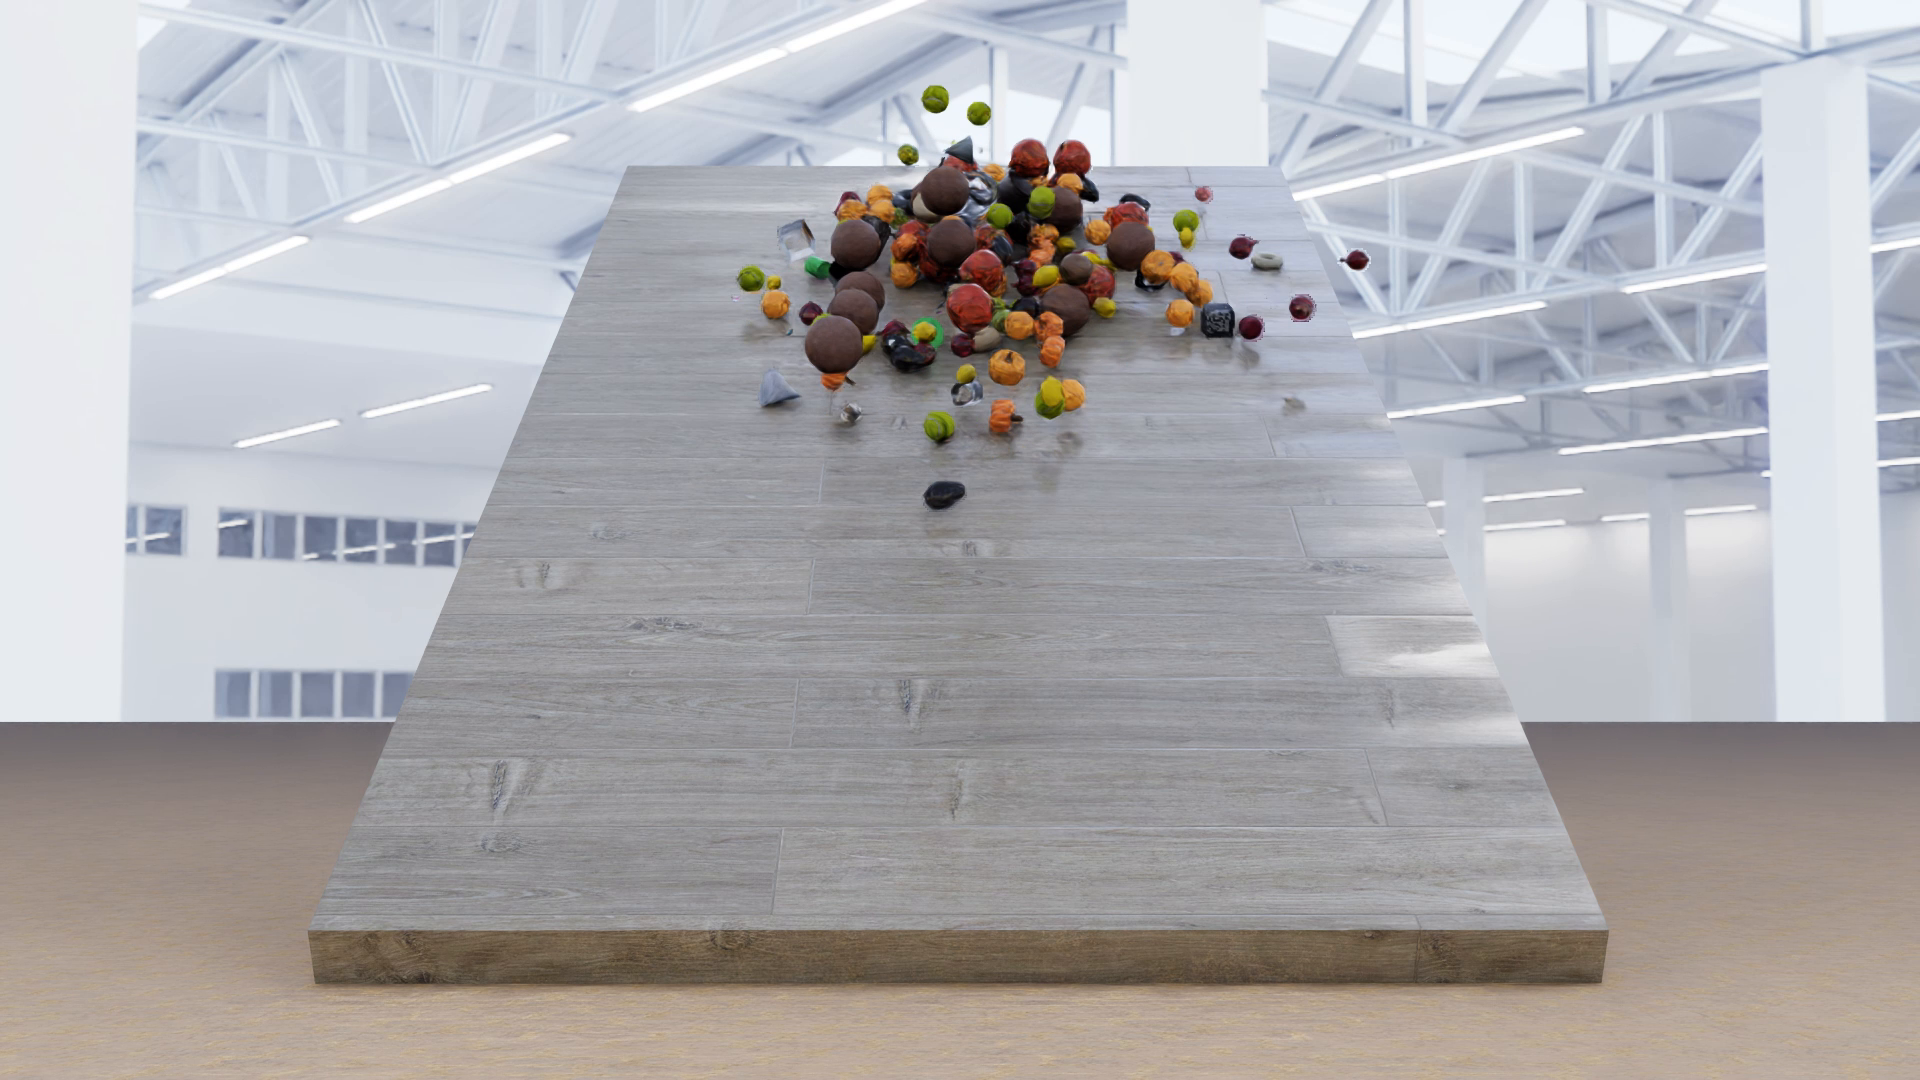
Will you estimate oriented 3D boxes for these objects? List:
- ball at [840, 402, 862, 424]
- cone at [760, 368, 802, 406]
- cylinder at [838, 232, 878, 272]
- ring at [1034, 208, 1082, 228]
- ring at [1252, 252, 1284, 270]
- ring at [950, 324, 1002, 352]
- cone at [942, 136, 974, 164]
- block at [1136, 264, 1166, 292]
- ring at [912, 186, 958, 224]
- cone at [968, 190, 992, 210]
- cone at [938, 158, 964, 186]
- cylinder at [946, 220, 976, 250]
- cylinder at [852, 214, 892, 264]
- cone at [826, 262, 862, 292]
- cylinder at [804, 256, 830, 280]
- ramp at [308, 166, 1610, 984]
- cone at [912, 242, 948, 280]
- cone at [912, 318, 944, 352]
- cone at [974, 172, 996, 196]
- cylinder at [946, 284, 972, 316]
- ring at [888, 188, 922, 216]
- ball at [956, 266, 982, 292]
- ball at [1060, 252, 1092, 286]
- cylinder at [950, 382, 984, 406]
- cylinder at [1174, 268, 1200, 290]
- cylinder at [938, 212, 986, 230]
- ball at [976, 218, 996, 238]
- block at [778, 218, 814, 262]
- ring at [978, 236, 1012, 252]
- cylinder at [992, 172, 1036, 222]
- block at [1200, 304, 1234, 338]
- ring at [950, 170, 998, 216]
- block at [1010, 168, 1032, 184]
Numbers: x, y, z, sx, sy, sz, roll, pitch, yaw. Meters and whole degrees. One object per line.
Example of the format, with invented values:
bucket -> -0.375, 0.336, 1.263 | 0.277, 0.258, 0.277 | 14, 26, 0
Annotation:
ball -> -0.251, -0.291, 5.376 | 0.050, 0.050, 0.050 | 0, -4, 0
cone -> -0.410, -0.347, 5.511 | 0.090, 0.090, 0.090 | 16, -11, -26
cylinder -> -0.272, -0.763, 6.244 | 0.075, 0.075, 0.075 | 45, -13, -8
ring -> 0.279, -0.911, 6.666 | 0.137, 0.046, 0.137 | -1, 16, 0
ring -> 0.833, -0.758, 6.386 | 0.086, 0.029, 0.086 | 1, 26, -1
ring -> 0.040, -0.500, 5.835 | 0.126, 0.042, 0.126 | 1, 25, 0
cone -> -0.010, -1.073, 6.484 | 0.079, 0.079, 0.079 | -4, -3, -11
block -> 0.503, -0.693, 6.220 | 0.053, 0.053, 0.053 | -17, 34, -31
ring -> -0.066, -0.912, 6.398 | 0.130, 0.130, 0.043 | -1, -41, 16
cone -> 0.046, -0.939, 6.405 | 0.067, 0.067, 0.067 | 26, -7, -4
cone -> -0.045, -1.060, 6.898 | 0.086, 0.086, 0.086 | 31, -14, 9
cylinder -> 0.003, -0.841, 6.492 | 0.066, 0.066, 0.066 | -13, -5, 1
cylinder -> -0.244, -0.809, 6.329 | 0.092, 0.092, 0.092 | 20, -24, 9
cone -> -0.302, -0.700, 6.242 | 0.096, 0.096, 0.096 | -1, 17, 7
cylinder -> -0.379, -0.727, 6.284 | 0.051, 0.051, 0.051 | 29, 16, 38
ramp -> -0.010, -0.229, 5.438 | 2.000, 0.100, 4.000 | 0, 26, 0
cone -> -0.080, -0.758, 6.303 | 0.096, 0.096, 0.096 | 0, 26, 0
cone -> -0.095, -0.507, 5.852 | 0.085, 0.085, 0.085 | 2, -3, -21
cone -> 0.075, -1.058, 6.928 | 0.067, 0.067, 0.067 | 0, -35, 3
cylinder -> -0.003, -0.609, 5.974 | 0.060, 0.060, 0.060 | 4, 34, -3
ring -> -0.135, -0.977, 6.807 | 0.143, 0.048, 0.143 | -3, 28, 1
ball -> 0.025, -0.684, 6.179 | 0.070, 0.070, 0.070 | 0, -4, 0
ball -> 0.290, -0.678, 5.896 | 0.084, 0.084, 0.084 | 0, -4, 0
cylinder -> 0.017, -0.336, 5.402 | 0.054, 0.054, 0.054 | -3, 5, 39
cylinder -> 0.598, -0.689, 6.212 | 0.052, 0.052, 0.052 | 16, 2, 23
cylinder -> 0.002, -0.917, 6.584 | 0.098, 0.098, 0.098 | 4, -1, 39
ball -> 0.070, -0.853, 6.442 | 0.054, 0.054, 0.054 | 0, -4, 0
block -> -0.442, -0.812, 6.382 | 0.072, 0.072, 0.072 | -19, -53, 13
ring -> 0.097, -0.812, 6.461 | 0.094, 0.031, 0.094 | -7, 2, 0
cylinder -> 0.145, -0.970, 6.640 | 0.099, 0.099, 0.099 | -45, -29, 27
block -> 0.648, -0.551, 5.915 | 0.066, 0.066, 0.066 | -4, 26, -9
ring -> 0.038, -0.949, 6.451 | 0.137, 0.137, 0.046 | 1, 33, -12
block -> 0.172, -1.049, 6.929 | 0.064, 0.064, 0.064 | 12, 38, 22
